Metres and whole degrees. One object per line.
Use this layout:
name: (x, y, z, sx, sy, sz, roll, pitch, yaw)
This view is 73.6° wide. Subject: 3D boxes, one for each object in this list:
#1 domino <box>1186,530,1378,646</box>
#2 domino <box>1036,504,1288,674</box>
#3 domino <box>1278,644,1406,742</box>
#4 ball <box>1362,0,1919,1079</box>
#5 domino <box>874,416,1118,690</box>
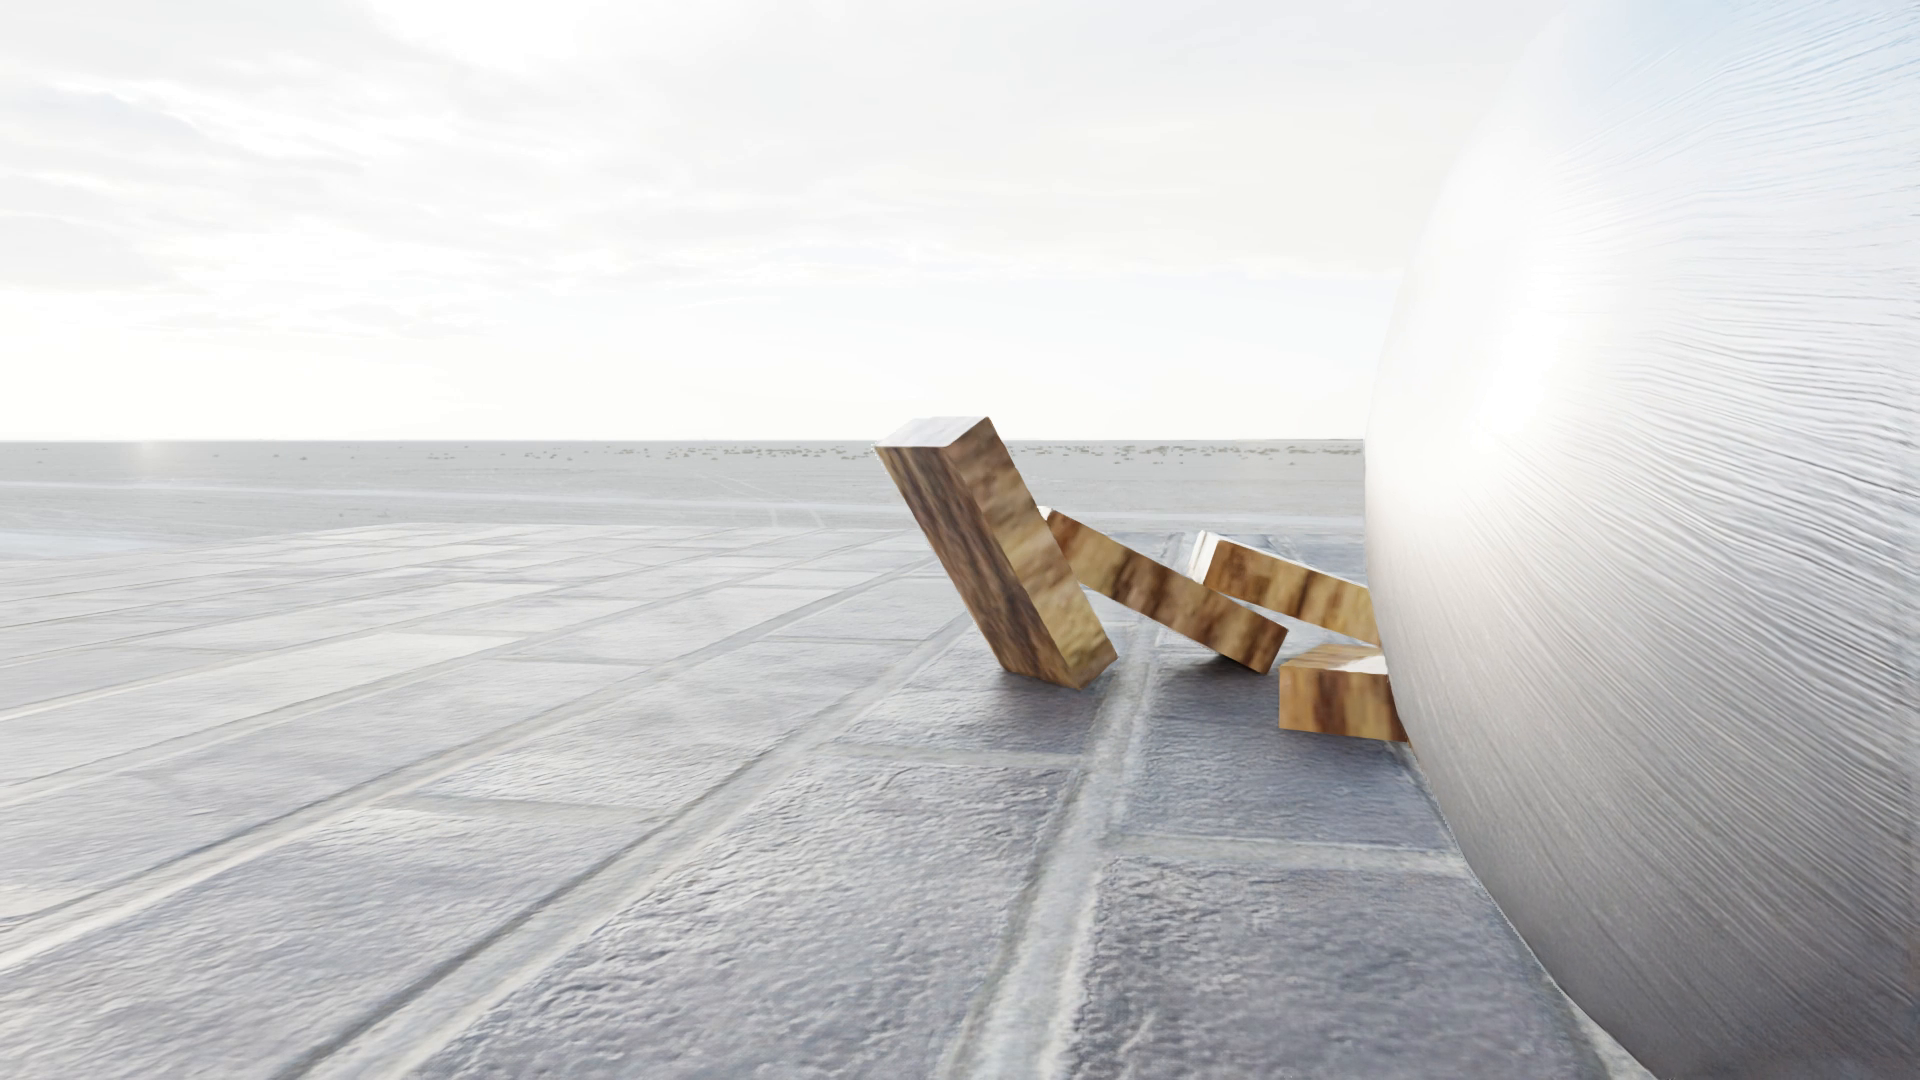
domino: (0.071, 0.011, 0.251, 0.050, 0.010, 0.025, 19, 5, 1)
domino: (0.035, 0.009, 0.244, 0.050, 0.010, 0.025, 26, 0, -9)
domino: (0.076, 0.024, 0.190, 0.050, 0.010, 0.025, 3, 5, 30)
ball: (0.062, -0.002, 0.063, 0.080, 0.080, 0.080, 0, 4, 0)
domino: (0.006, 0.002, 0.225, 0.009, 0.050, 0.025, -39, 22, -23)
